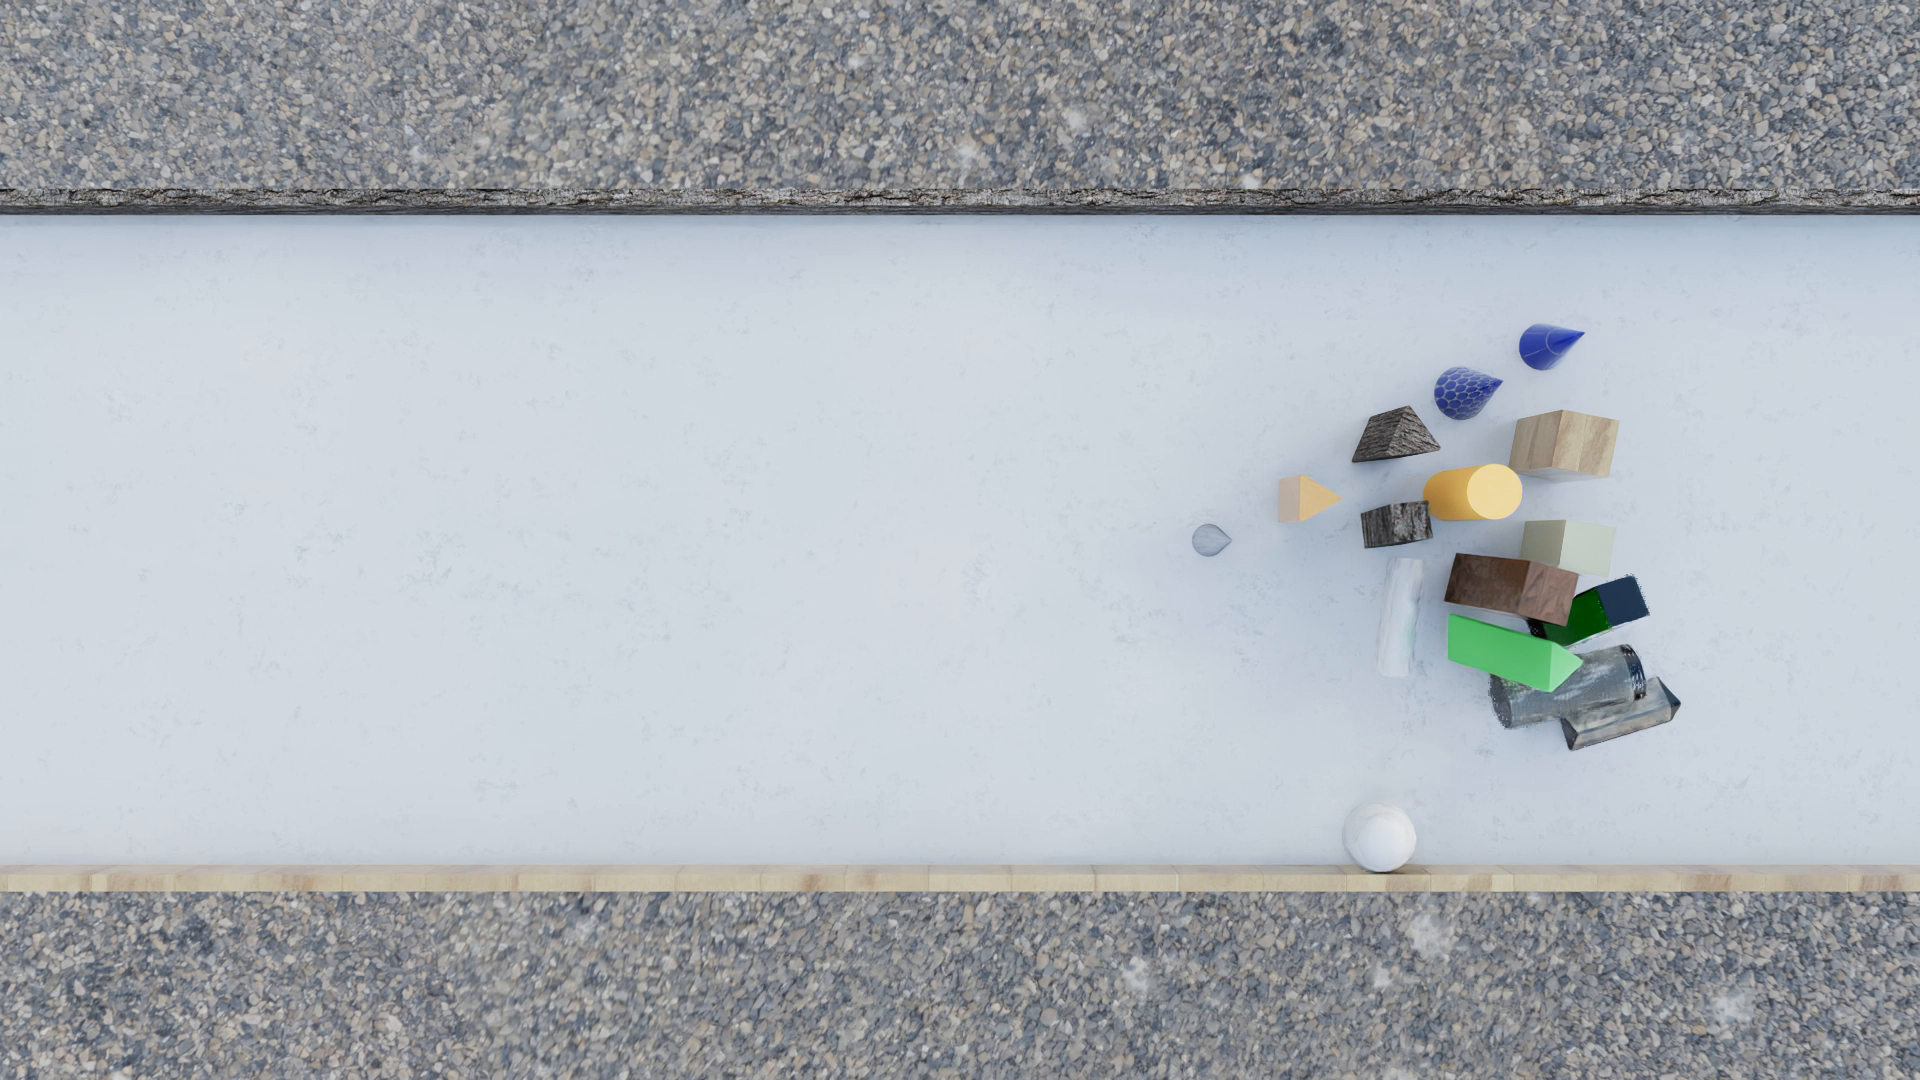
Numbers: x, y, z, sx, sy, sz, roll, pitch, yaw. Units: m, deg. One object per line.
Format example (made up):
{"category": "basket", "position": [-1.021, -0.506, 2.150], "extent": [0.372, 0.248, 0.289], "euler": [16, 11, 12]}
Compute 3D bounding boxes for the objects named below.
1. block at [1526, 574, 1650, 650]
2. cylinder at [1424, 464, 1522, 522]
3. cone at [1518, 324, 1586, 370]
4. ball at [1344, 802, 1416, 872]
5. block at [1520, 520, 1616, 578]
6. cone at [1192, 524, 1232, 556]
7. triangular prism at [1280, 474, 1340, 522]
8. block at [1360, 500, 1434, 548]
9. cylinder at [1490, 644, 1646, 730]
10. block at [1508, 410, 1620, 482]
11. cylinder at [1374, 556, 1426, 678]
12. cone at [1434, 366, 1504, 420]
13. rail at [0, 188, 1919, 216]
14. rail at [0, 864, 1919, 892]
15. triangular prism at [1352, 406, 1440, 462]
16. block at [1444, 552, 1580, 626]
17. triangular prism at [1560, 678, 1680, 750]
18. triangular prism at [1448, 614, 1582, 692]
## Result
{"category": "block", "position": [1.832, 0.227, 4.833], "extent": [0.121, 0.459, 0.121], "euler": [-16, 77, -9]}
{"category": "cylinder", "position": [1.504, -0.136, 4.857], "extent": [0.156, 0.439, 0.156], "euler": [0, 90, 0]}
{"category": "cone", "position": [1.793, -0.595, 4.901], "extent": [0.146, 0.351, 0.146], "euler": [0, 90, 0]}
{"category": "ball", "position": [1.266, 0.896, 4.972], "extent": [0.209, 0.209, 0.209], "euler": [0, 90, 0]}
{"category": "block", "position": [1.801, 0.024, 4.905], "extent": [0.145, 0.342, 0.145], "euler": [9, 90, 0]}
{"category": "cone", "position": [0.765, 0.001, 4.850], "extent": [0.102, 0.453, 0.102], "euler": [0, 90, 0]}
{"category": "triangular prism", "position": [1.014, -0.138, 4.919], "extent": [0.135, 0.315, 0.117], "euler": [-29, 90, 0]}
{"category": "block", "position": [1.290, -0.043, 4.885], "extent": [0.109, 0.376, 0.109], "euler": [-6, 87, 1]}
{"category": "cylinder", "position": [1.835, 0.443, 4.990], "extent": [0.410, 0.172, 0.172], "euler": [-13, 90, 0]}
{"category": "block", "position": [1.781, -0.274, 4.886], "extent": [0.166, 0.382, 0.166], "euler": [11, 90, 0]}
{"category": "cylinder", "position": [1.341, 0.236, 5.023], "extent": [0.106, 0.106, 0.359], "euler": [8, 90, 0]}
{"category": "cone", "position": [1.542, -0.452, 4.876], "extent": [0.166, 0.401, 0.166], "euler": [0, 90, 0]}
{"category": "rail", "position": [-2.247, -1.025, 5.002], "extent": [12.000, 0.150, 0.050], "euler": [0, 90, 0]}
{"category": "rail", "position": [-2.247, 1.025, 5.001], "extent": [12.000, 0.150, 0.050], "euler": [0, 90, 0]}
{"category": "triangular prism", "position": [1.275, -0.315, 4.870], "extent": [0.154, 0.412, 0.133], "euler": [-7, 90, 0]}
{"category": "block", "position": [1.610, 0.141, 4.839], "extent": [0.153, 0.455, 0.153], "euler": [14, 90, -10]}
{"category": "triangular prism", "position": [2.010, 0.536, 5.012], "extent": [0.323, 0.122, 0.141], "euler": [-17, 90, 0]}
{"category": "triangular prism", "position": [1.638, 0.322, 4.875], "extent": [0.127, 0.398, 0.146], "euler": [-6, 103, -27]}
